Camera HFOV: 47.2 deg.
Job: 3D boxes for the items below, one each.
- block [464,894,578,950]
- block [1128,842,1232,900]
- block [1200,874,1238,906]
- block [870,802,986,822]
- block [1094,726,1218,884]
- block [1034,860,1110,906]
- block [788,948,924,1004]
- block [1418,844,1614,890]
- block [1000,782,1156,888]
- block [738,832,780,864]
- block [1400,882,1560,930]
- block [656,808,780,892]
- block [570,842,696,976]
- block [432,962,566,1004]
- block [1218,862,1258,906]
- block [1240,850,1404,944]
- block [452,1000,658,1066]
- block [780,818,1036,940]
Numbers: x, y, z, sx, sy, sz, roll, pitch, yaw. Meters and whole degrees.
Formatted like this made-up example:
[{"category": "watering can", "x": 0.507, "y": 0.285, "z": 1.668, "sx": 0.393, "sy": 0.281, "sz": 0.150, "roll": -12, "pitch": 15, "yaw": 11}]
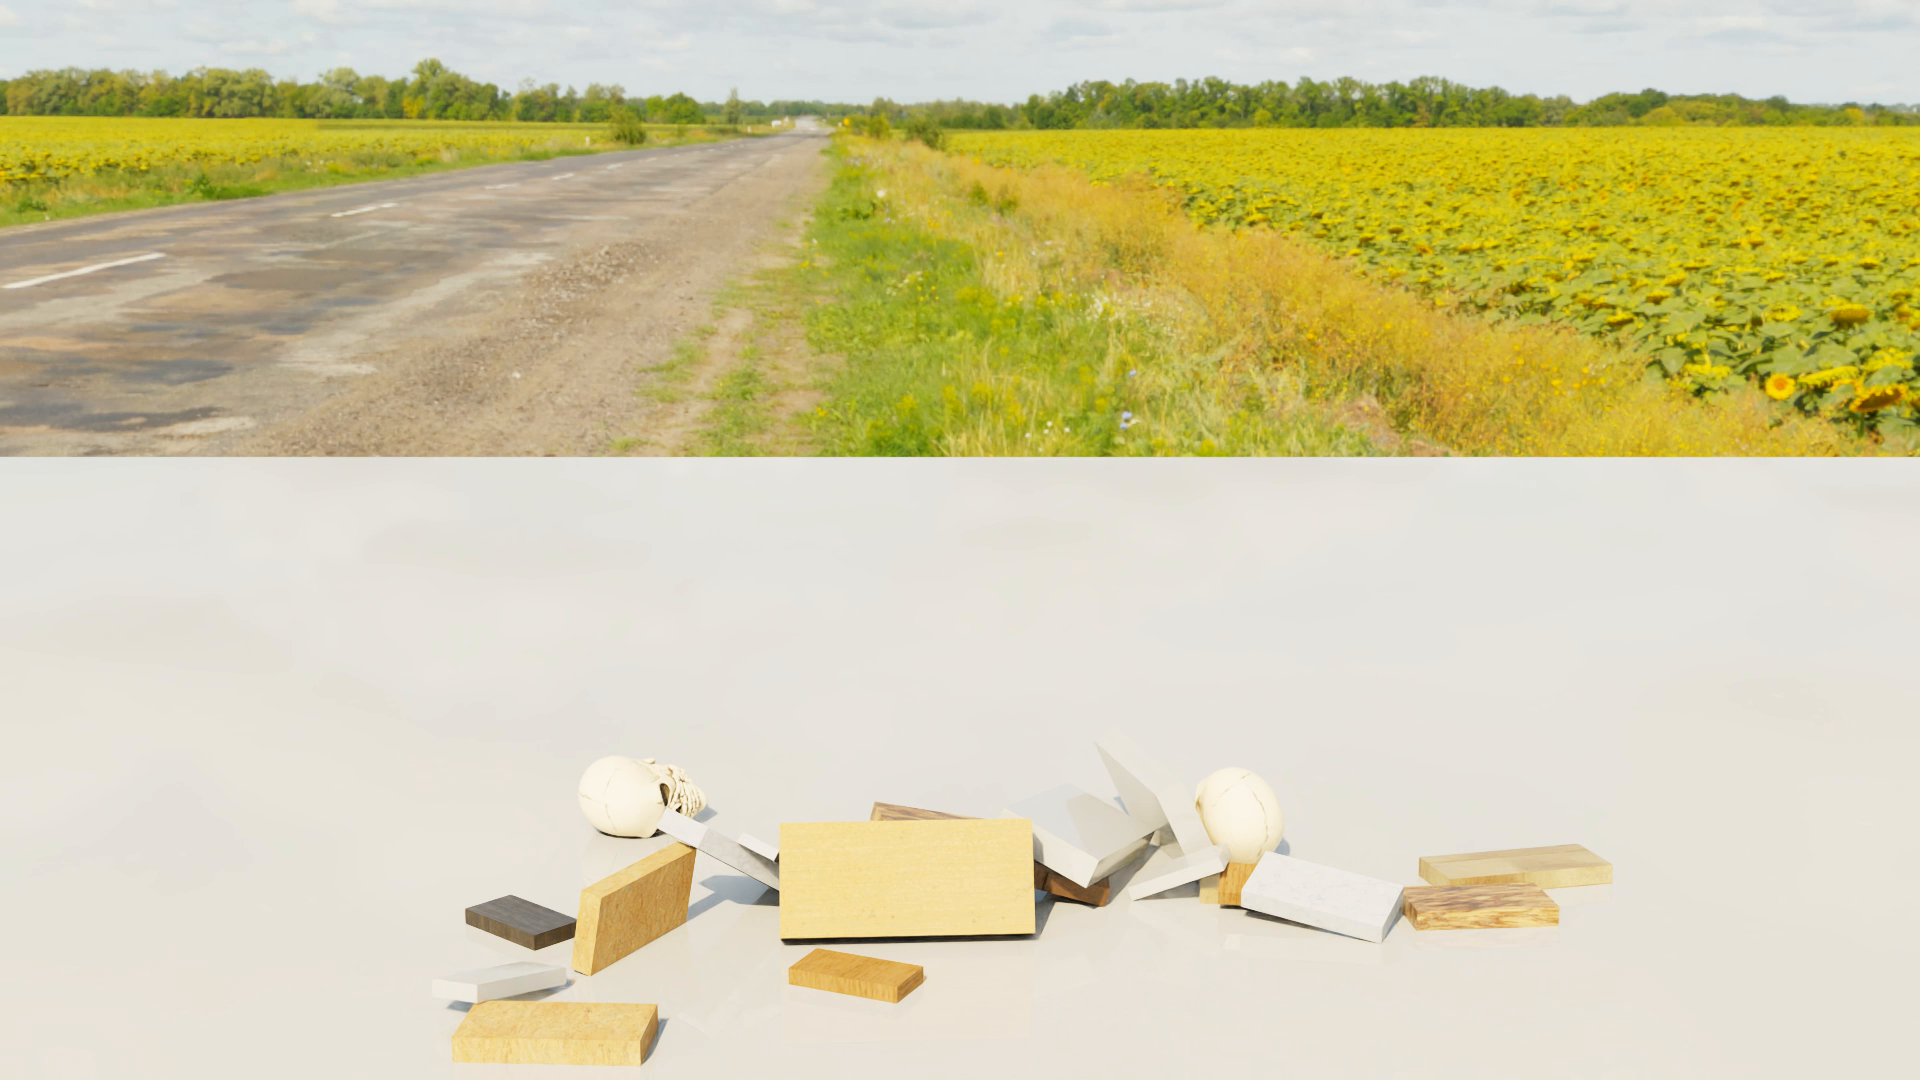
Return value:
[{"category": "block", "x": -0.697, "y": 0.608, "z": 3.501, "sx": 0.180, "sy": 0.025, "sz": 0.090, "roll": 9, "pitch": 14, "yaw": 41}, {"category": "block", "x": 0.364, "y": 0.549, "z": 3.647, "sx": 0.166, "sy": 0.023, "sz": 0.083, "roll": -22, "pitch": 4, "yaw": 18}, {"category": "block", "x": 0.482, "y": 0.581, "z": 3.651, "sx": 0.166, "sy": 0.023, "sz": 0.083, "roll": 1, "pitch": 11, "yaw": 6}, {"category": "block", "x": -0.026, "y": 0.481, "z": 3.597, "sx": 0.225, "sy": 0.032, "sz": 0.113, "roll": 11, "pitch": 13, "yaw": -18}, {"category": "block", "x": 0.345, "y": 0.460, "z": 3.868, "sx": 0.050, "sy": 0.178, "sz": 0.356, "roll": -28, "pitch": 16, "yaw": -8}, {"category": "block", "x": 0.134, "y": 0.546, "z": 3.653, "sx": 0.225, "sy": 0.032, "sz": 0.113, "roll": 15, "pitch": 12, "yaw": -2}, {"category": "block", "x": -0.155, "y": 0.649, "z": 3.280, "sx": 0.180, "sy": 0.026, "sz": 0.090, "roll": 5, "pitch": 12, "yaw": 24}, {"category": "block", "x": 0.943, "y": 0.561, "z": 3.736, "sx": 0.300, "sy": 0.033, "sz": 0.116, "roll": -3, "pitch": 11, "yaw": -14}, {"category": "block", "x": 0.197, "y": 0.494, "z": 3.719, "sx": 0.178, "sy": 0.050, "sz": 0.356, "roll": 27, "pitch": 10, "yaw": 17}, {"category": "block", "x": -0.316, "y": 0.499, "z": 3.542, "sx": 0.065, "sy": 0.018, "sz": 0.131, "roll": 26, "pitch": -11, "yaw": 8}, {"category": "block", "x": 0.837, "y": 0.593, "z": 3.562, "sx": 0.232, "sy": 0.033, "sz": 0.116, "roll": -1, "pitch": 11, "yaw": -5}, {"category": "block", "x": -0.358, "y": 0.517, "z": 3.577, "sx": 0.259, "sy": 0.037, "sz": 0.130, "roll": 35, "pitch": -13, "yaw": -36}, {"category": "block", "x": -0.504, "y": 0.569, "z": 3.414, "sx": 0.037, "sy": 0.130, "sz": 0.259, "roll": 17, "pitch": 17, "yaw": 23}, {"category": "block", "x": -0.670, "y": 0.643, "z": 3.203, "sx": 0.090, "sy": 0.026, "sz": 0.180, "roll": -1, "pitch": -2, "yaw": 33}, {"category": "block", "x": 0.508, "y": 0.567, "z": 3.601, "sx": 0.166, "sy": 0.023, "sz": 0.083, "roll": 3, "pitch": 28, "yaw": 9}, {"category": "block", "x": 0.581, "y": 0.571, "z": 3.527, "sx": 0.232, "sy": 0.033, "sz": 0.116, "roll": 12, "pitch": 31, "yaw": 24}, {"category": "block", "x": -0.560, "y": 0.685, "z": 3.057, "sx": 0.259, "sy": 0.037, "sz": 0.130, "roll": 1, "pitch": 11, "yaw": 3}, {"category": "block", "x": -0.084, "y": 0.534, "z": 3.467, "sx": 0.398, "sy": 0.178, "sz": 0.050, "roll": -1, "pitch": -12, "yaw": -3}]
